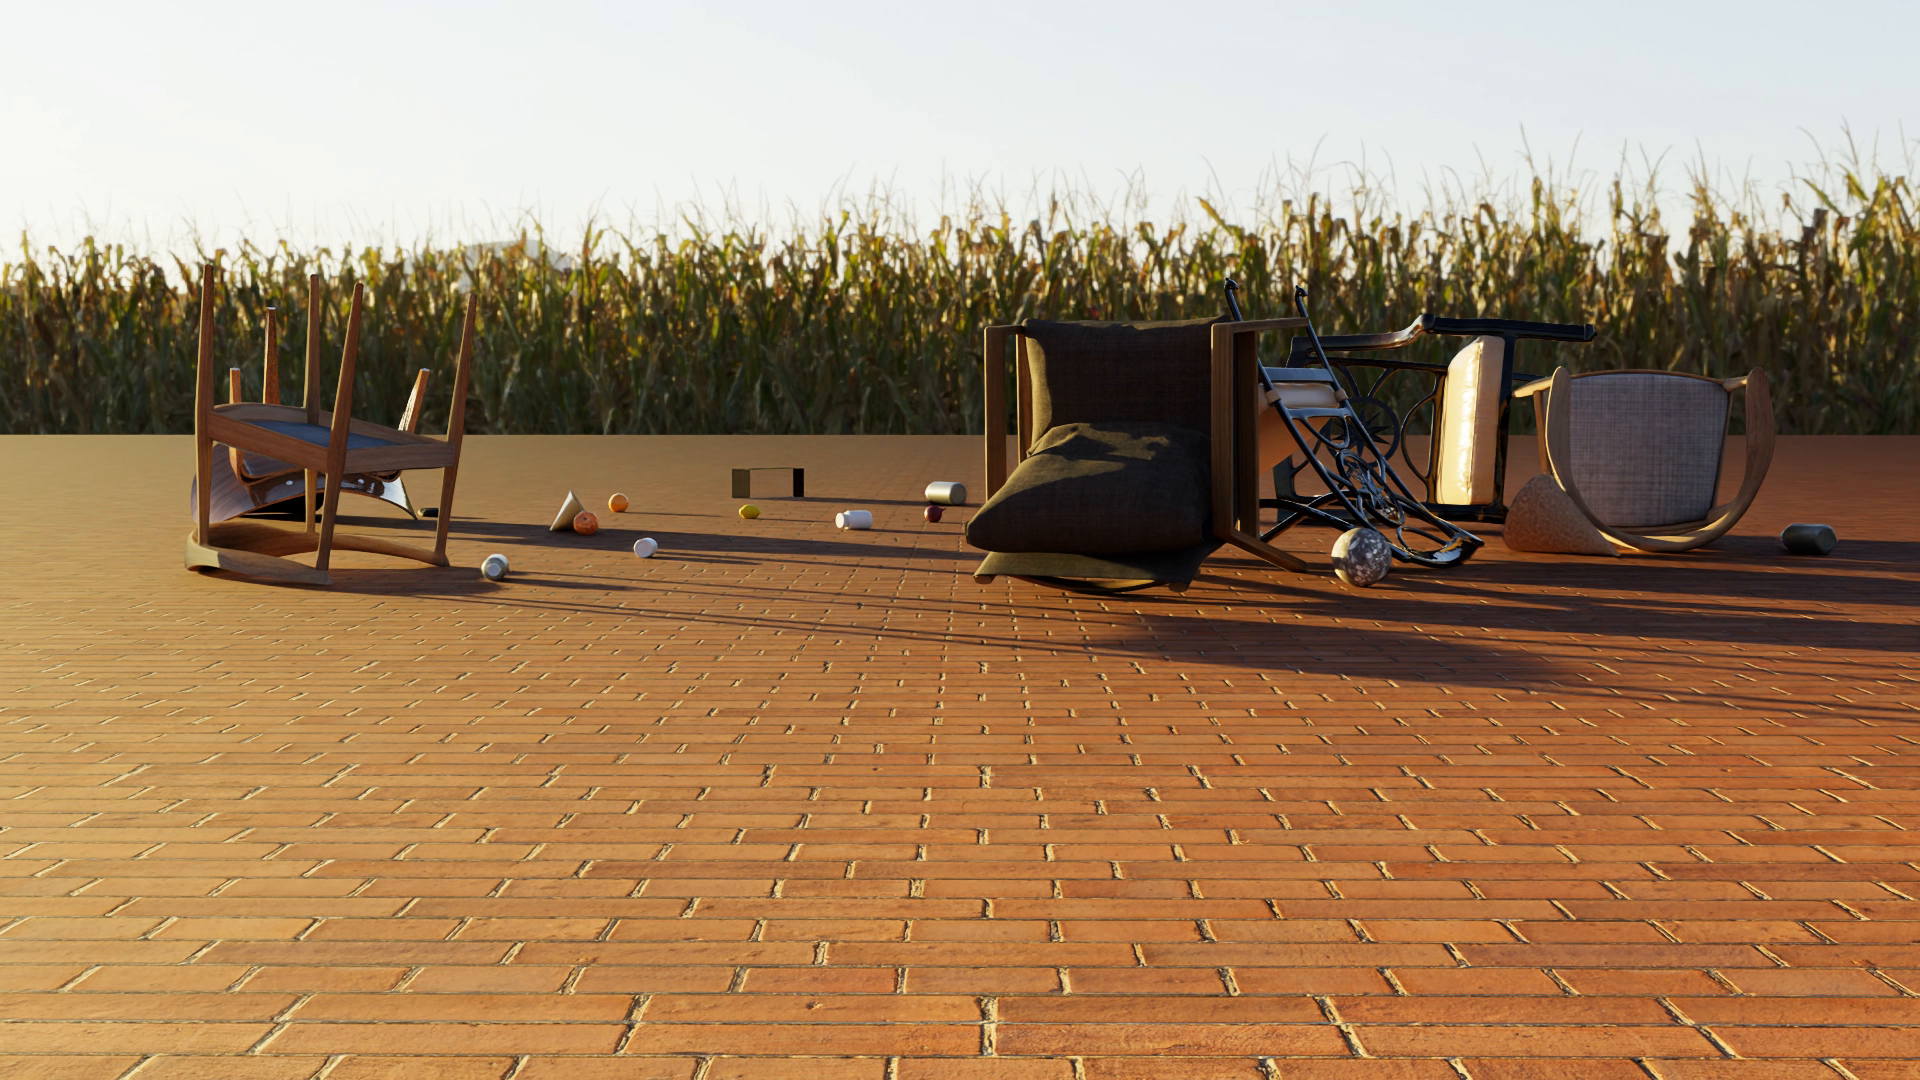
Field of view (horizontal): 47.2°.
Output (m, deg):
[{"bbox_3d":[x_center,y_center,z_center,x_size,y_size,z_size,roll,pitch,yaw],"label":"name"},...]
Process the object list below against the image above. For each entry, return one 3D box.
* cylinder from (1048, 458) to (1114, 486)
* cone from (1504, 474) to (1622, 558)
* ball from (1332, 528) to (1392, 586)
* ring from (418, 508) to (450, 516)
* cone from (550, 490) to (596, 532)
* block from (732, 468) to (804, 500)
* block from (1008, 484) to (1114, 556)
[{"bbox_3d":[0.434,-0.195,7.894,0.235,0.184,0.105,39,-13,-22],"label":"cylinder"},{"bbox_3d":[1.671,-0.016,5.973,0.299,0.228,0.240,32,-15,39],"label":"cone"},{"bbox_3d":[0.912,0.039,4.993,0.134,0.134,0.134,0,4,0],"label":"ball"},{"bbox_3d":[-1.856,-0.097,7.757,0.122,0.029,0.089,3,6,31],"label":"ring"},{"bbox_3d":[-1.246,-0.061,6.963,0.126,0.151,0.273,-32,5,-5],"label":"cone"},{"bbox_3d":[-0.793,-0.235,9.085,0.277,0.120,0.125,-4,5,-42],"label":"block"},{"bbox_3d":[0.275,-0.056,6.028,0.163,0.183,0.247,-4,5,-43],"label":"block"}]
